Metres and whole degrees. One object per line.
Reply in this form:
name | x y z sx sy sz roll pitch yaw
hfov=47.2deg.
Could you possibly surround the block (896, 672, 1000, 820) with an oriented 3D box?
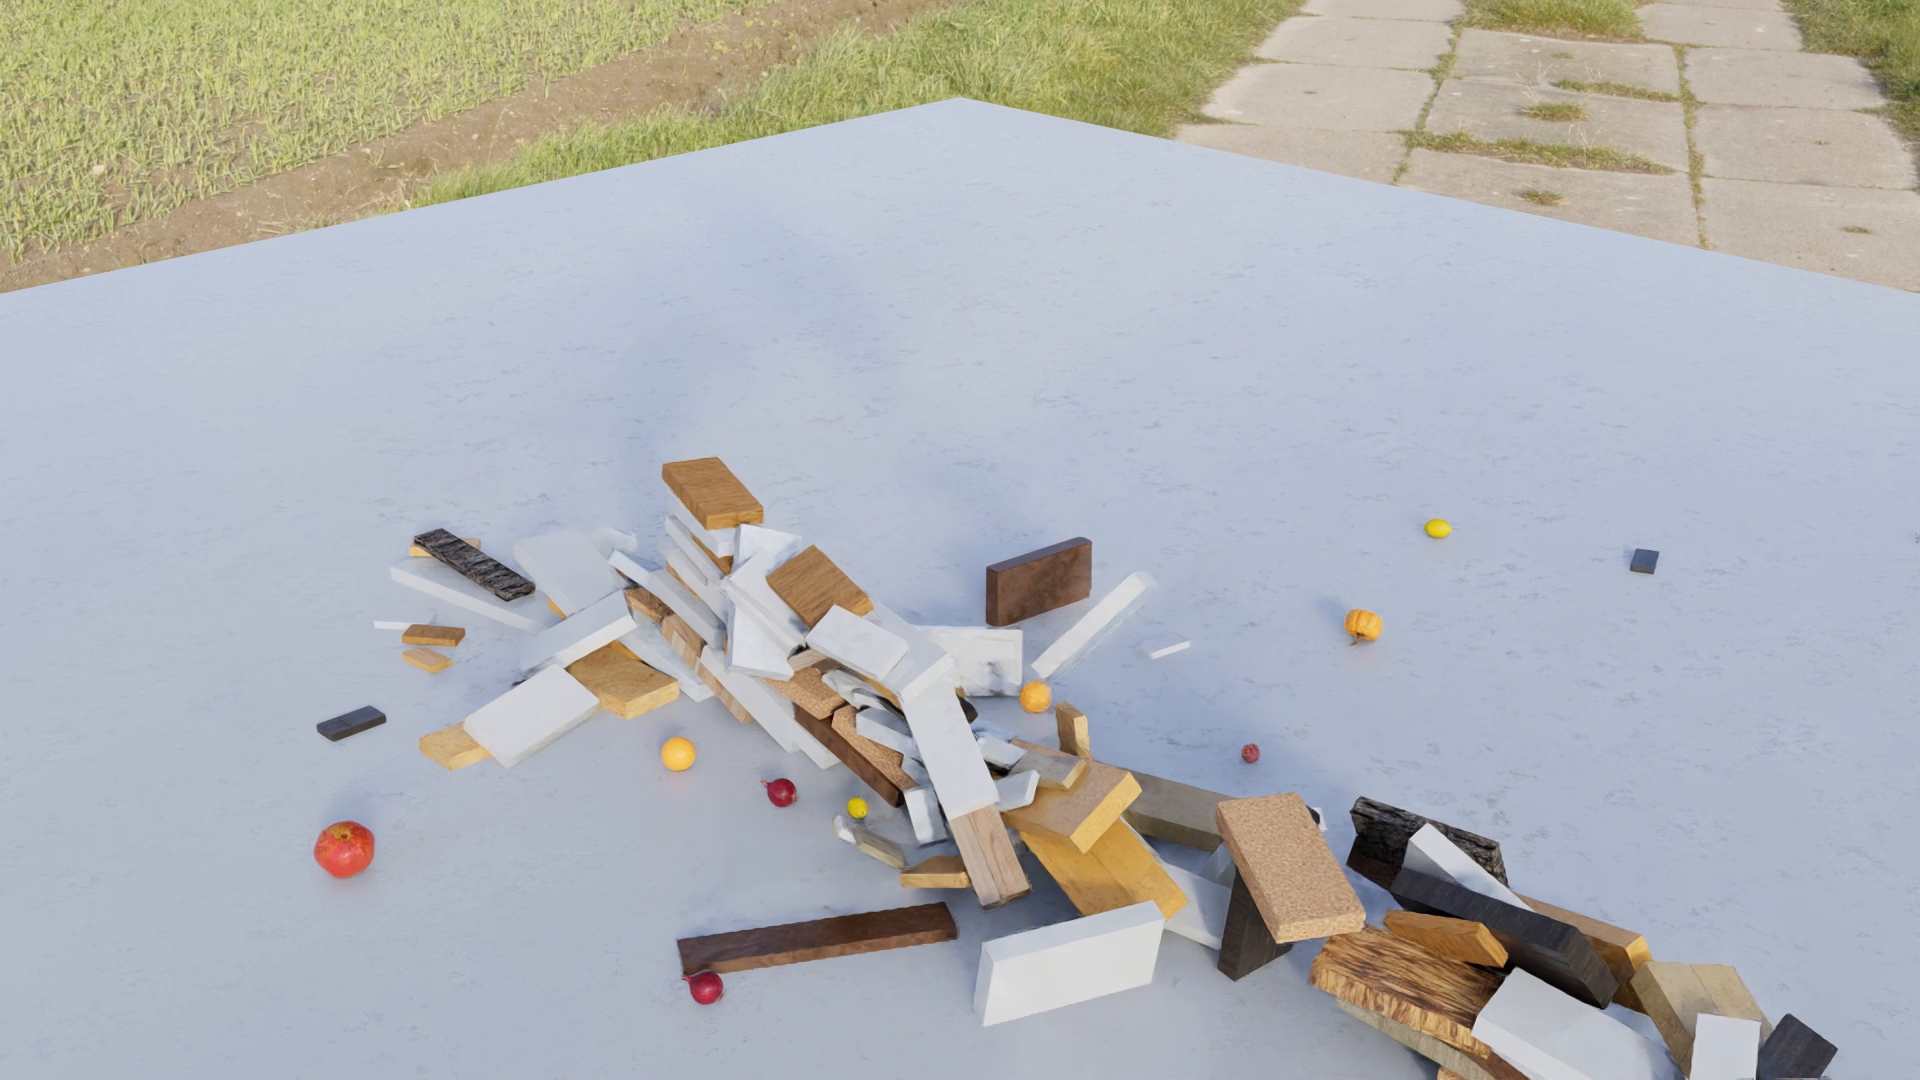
block | -0.039 0.358 4.194 0.105 0.030 0.369 -21 55 -5

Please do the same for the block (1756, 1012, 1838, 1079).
block | 1.256 0.792 3.330 0.090 0.025 0.179 37 37 23

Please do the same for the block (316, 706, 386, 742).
block | -1.326 0.400 4.794 0.131 0.019 0.066 -21 31 -40

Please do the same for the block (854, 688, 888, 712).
block | -0.139 0.326 4.519 0.144 0.020 0.072 14 26 33

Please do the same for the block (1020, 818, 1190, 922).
block | 0.262 0.602 4.047 0.164 0.046 0.328 -40 46 -3

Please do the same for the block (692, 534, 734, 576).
block | -0.480 0.027 4.752 0.110 0.031 0.220 -13 38 -32

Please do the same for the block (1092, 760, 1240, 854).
block | 0.406 0.537 4.405 0.491 0.043 0.153 13 26 21

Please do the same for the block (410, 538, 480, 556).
block | -1.310 0.018 5.598 0.164 0.023 0.082 2 19 -2

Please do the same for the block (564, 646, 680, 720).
block | -0.788 0.315 4.964 0.299 0.042 0.149 20 30 39

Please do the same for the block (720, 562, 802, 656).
block | -0.388 0.134 4.558 0.211 0.030 0.105 43 59 14

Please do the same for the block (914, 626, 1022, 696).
block | -0.085 0.270 4.925 0.448 0.149 0.042 0 7 1

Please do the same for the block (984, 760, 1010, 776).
block | 0.060 0.422 4.265 0.100 0.014 0.050 19 47 32

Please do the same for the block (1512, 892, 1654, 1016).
block | 1.026 0.685 3.662 0.038 0.135 0.355 -30 14 -19

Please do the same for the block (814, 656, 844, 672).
block | -0.225 0.213 4.457 0.110 0.031 0.221 -41 6 -19

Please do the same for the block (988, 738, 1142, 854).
block | 0.165 0.477 4.141 0.164 0.046 0.422 -45 22 -18

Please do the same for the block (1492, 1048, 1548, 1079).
block | 1.037 0.877 3.411 0.131 0.037 0.557 -19 40 -38

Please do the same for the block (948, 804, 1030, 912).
block | 0.003 0.469 4.146 0.093 0.026 0.497 -20 55 -4

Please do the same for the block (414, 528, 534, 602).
block | -1.209 0.059 5.460 0.082 0.023 0.406 -21 35 -41

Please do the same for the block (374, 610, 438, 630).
block | -1.331 0.193 5.283 0.131 0.019 0.066 2 23 6

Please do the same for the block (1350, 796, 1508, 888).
block | 0.830 0.548 3.895 0.269 0.135 0.038 16 55 35

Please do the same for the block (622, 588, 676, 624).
block | -0.709 0.154 5.079 0.142 0.020 0.071 29 21 27

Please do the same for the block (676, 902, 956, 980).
block | -0.260 0.729 4.011 0.502 0.026 0.092 -6 23 -14

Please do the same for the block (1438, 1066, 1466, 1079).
block | 1.158 0.991 3.370 0.902 0.044 0.154 21 31 40

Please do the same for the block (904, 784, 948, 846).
block | -0.068 0.540 4.325 0.058 0.116 0.016 -16 19 1

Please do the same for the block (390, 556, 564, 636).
block | -1.115 0.145 5.372 0.690 0.037 0.131 17 28 34

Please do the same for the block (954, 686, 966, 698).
block | -0.065 0.322 4.430 0.144 0.020 0.072 7 49 36

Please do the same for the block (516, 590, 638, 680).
block | -0.870 0.220 4.986 0.273 0.039 0.136 -29 28 -3

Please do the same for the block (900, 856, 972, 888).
block | -0.021 0.626 4.155 0.093 0.026 0.186 -20 6 -39

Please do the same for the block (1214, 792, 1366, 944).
block | 0.549 0.546 3.690 0.150 0.043 0.301 -6 36 -14

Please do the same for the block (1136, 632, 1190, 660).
block | 0.475 0.247 5.156 0.117 0.017 0.059 -16 28 -33

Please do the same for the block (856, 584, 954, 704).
block | -0.163 0.194 4.294 0.121 0.034 0.359 -38 40 -16

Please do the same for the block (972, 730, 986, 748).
block | 0.019 0.397 4.266 0.050 0.014 0.100 -40 9 -6

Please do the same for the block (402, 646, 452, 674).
block | -1.233 0.276 5.089 0.114 0.016 0.057 19 29 37

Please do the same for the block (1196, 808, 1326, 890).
block | 0.550 0.580 4.052 0.153 0.307 0.043 -6 63 -15

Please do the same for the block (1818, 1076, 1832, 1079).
block | 1.380 0.904 3.435 0.025 0.090 0.179 7 1 -9

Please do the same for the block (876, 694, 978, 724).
block | -0.065 0.329 4.350 0.102 0.029 0.203 -41 41 -16

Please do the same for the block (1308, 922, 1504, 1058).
block | 0.730 0.715 3.537 0.301 0.043 0.150 20 32 23

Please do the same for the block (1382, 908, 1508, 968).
block | 0.784 0.644 3.556 0.184 0.092 0.026 -1 50 50

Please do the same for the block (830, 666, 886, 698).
block | -0.176 0.255 4.483 0.102 0.029 0.235 -41 26 -18

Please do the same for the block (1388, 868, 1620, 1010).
block | 0.874 0.641 3.551 0.346 0.173 0.049 14 62 50

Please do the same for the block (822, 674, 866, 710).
block | -0.229 0.309 4.587 0.054 0.015 0.117 -22 46 -41

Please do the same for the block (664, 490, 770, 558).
block | -0.527 -0.047 4.789 0.130 0.037 0.261 -12 33 -31

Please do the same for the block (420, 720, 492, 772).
block | -1.022 0.422 4.723 0.242 0.034 0.121 -21 31 -40

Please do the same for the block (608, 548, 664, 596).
block | -0.691 0.108 5.172 0.131 0.037 0.306 21 6 -46

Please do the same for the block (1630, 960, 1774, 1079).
block | 1.188 0.807 3.343 0.173 0.049 0.389 7 36 -21

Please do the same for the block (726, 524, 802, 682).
block | -0.412 0.130 4.622 0.136 0.319 0.039 12 -26 -23

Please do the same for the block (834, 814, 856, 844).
block | -0.190 0.579 4.283 0.116 0.016 0.058 30 13 -23

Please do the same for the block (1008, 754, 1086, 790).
block | 0.162 0.434 4.141 0.064 0.018 0.179 -48 24 -26

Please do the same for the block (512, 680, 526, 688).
block | -0.935 0.348 4.913 0.075 0.021 0.150 -15 27 -31

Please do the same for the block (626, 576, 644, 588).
block | -0.639 0.102 5.360 0.355 0.020 0.071 1 -20 20
